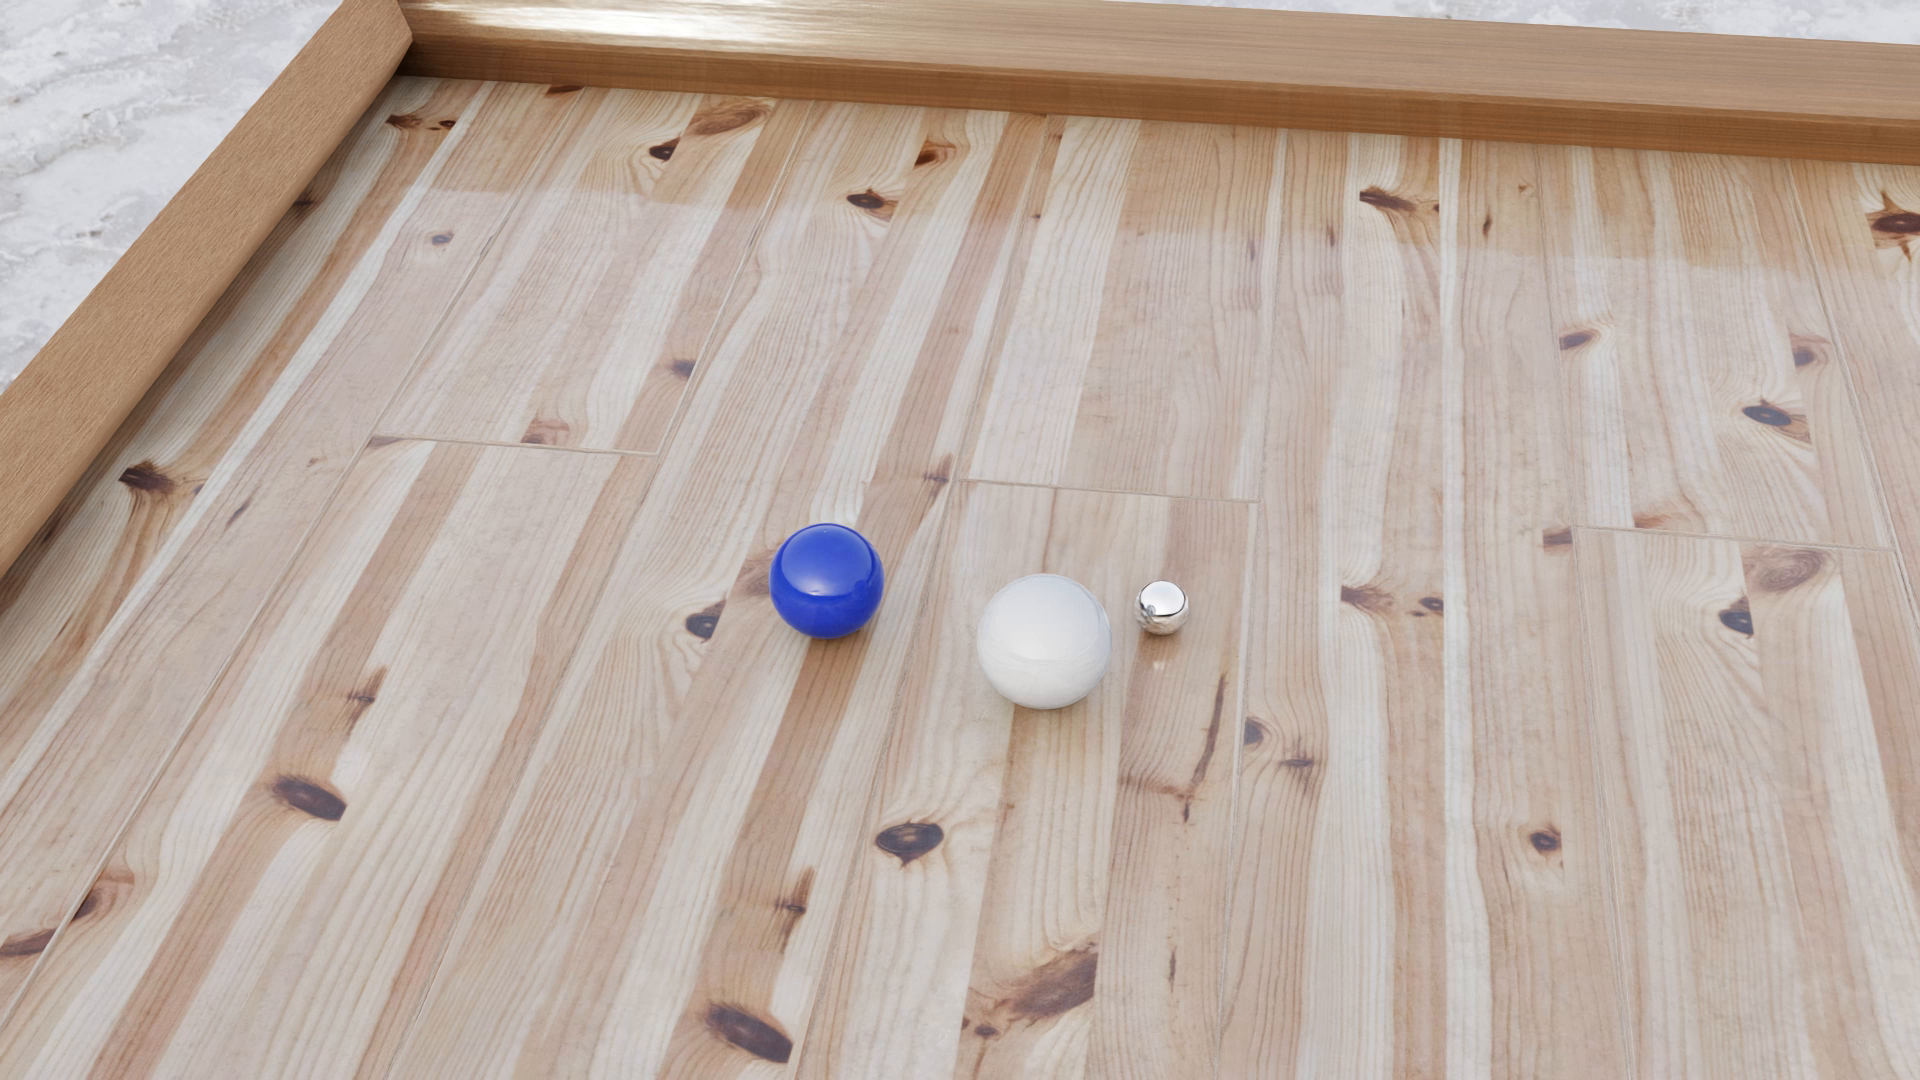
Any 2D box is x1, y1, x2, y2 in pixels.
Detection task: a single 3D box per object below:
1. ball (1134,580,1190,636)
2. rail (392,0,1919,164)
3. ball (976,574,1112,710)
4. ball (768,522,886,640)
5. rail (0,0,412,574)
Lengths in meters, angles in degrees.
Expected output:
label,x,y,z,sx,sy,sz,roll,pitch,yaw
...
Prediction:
label,x,y,z,sx,sy,sz,roll,pitch,yaw
ball,0.152,0.051,1.930,0.042,0.042,0.042,0,34,0
rail,0.851,-0.429,2.555,2.969,0.128,0.045,5,35,7
ball,0.061,0.073,1.847,0.098,0.098,0.098,0,34,0
ball,-0.100,0.031,1.919,0.087,0.087,0.087,0,34,0
rail,-0.712,-0.078,2.041,0.045,0.128,1.714,5,35,7
